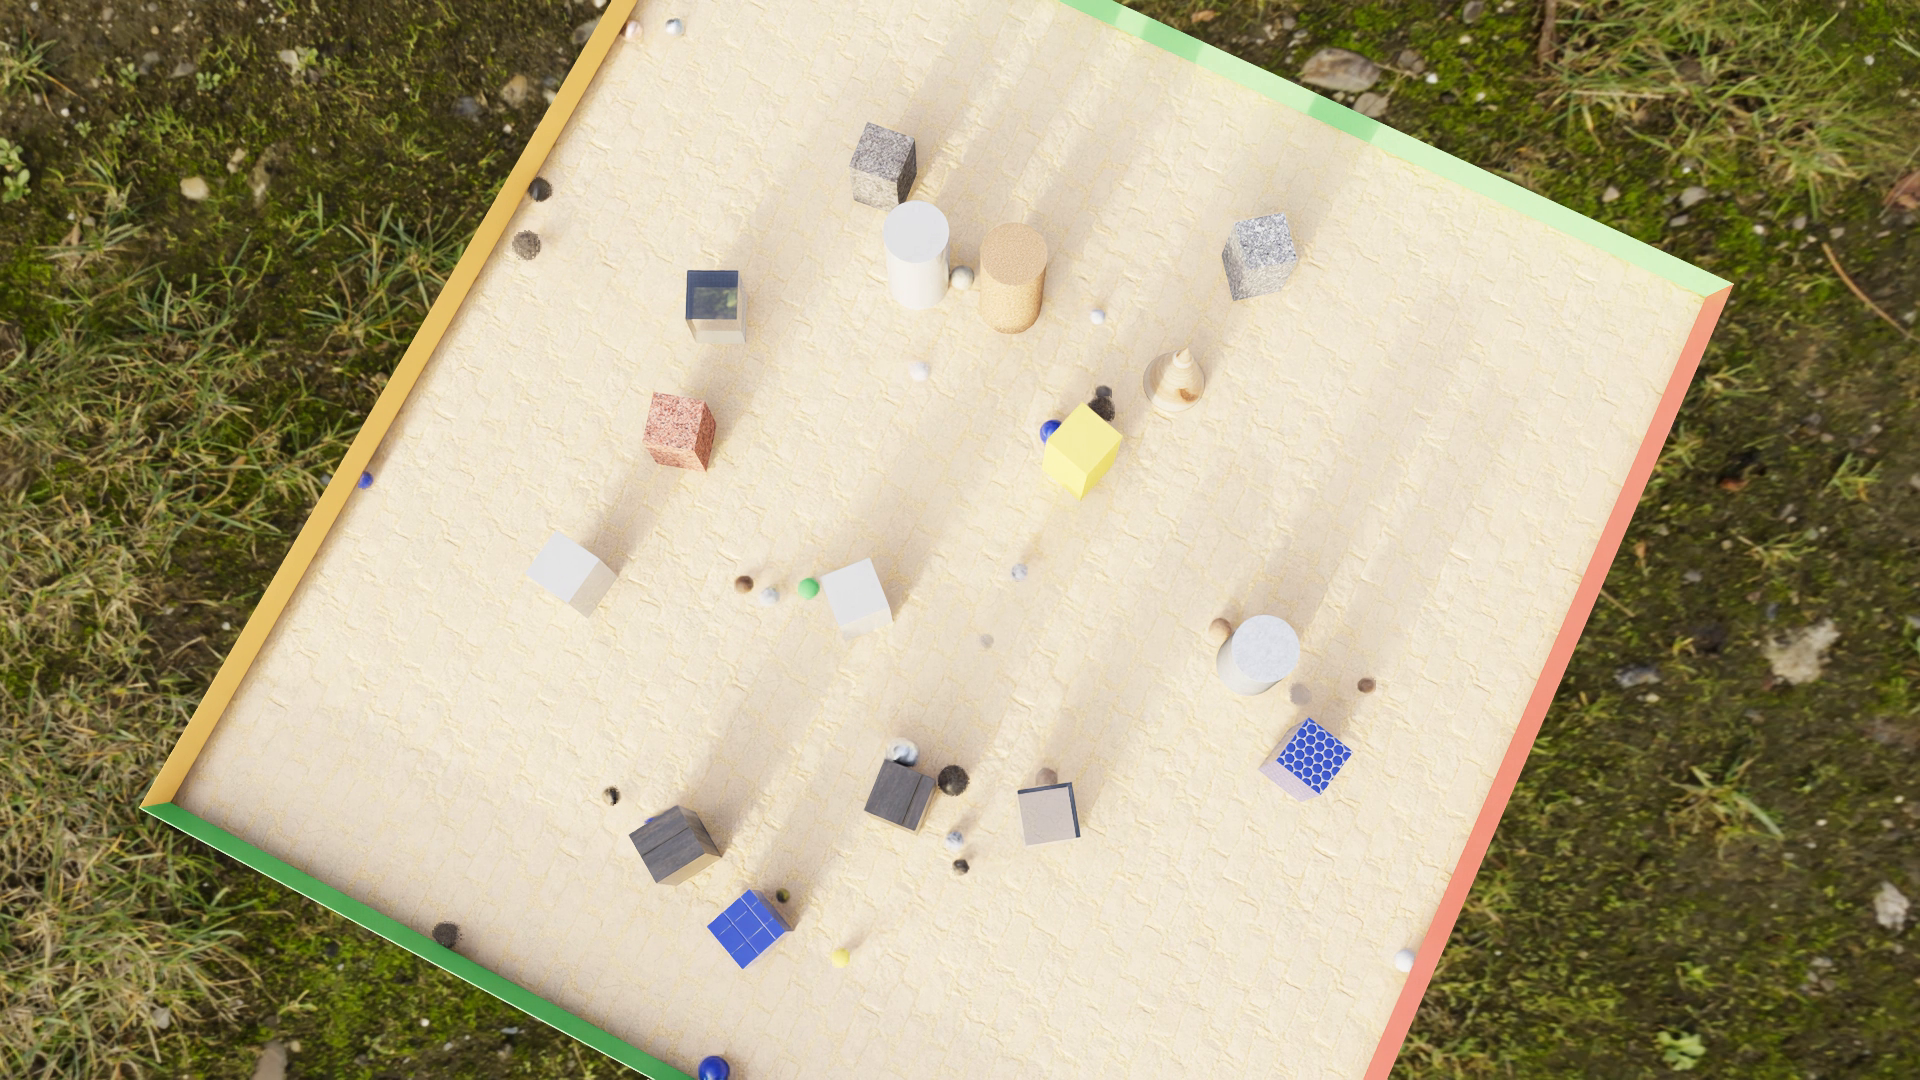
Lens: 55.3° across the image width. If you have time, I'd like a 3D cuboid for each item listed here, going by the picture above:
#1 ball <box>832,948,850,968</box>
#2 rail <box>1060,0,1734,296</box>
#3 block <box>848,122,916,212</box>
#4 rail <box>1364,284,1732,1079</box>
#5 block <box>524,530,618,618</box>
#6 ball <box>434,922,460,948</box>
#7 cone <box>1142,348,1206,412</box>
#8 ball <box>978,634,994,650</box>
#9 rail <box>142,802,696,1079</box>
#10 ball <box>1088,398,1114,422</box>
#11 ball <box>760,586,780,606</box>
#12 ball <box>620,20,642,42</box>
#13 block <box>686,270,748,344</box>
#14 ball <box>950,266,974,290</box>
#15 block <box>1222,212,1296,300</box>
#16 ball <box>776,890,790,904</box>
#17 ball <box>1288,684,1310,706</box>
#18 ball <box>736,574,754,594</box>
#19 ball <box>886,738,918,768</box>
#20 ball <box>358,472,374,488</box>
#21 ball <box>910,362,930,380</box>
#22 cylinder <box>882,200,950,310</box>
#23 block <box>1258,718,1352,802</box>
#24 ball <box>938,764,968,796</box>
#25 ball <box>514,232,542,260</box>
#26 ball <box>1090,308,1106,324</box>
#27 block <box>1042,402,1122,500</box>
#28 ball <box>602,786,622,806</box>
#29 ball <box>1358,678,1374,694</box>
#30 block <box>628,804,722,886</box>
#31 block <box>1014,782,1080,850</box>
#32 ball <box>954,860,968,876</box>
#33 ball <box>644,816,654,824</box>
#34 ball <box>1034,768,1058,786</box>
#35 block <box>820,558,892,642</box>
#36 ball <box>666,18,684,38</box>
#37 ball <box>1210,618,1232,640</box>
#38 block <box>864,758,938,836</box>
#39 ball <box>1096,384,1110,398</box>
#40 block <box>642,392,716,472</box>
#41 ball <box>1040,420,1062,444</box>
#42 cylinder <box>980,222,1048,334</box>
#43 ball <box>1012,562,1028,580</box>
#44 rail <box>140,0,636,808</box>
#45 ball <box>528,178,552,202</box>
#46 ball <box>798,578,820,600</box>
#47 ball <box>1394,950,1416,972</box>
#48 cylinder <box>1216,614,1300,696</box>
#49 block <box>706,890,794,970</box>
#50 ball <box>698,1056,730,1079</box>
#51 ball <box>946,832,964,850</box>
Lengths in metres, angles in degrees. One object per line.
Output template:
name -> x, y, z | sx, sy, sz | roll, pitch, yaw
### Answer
ball -> -0.345, 1.217, 5.338 | 0.053, 0.053, 0.053 | 0, 78, 0
rail -> 0.787, -1.535, 5.868 | 3.552, 0.127, 0.045 | 26, 80, 5
block -> -0.238, -1.154, 5.718 | 0.156, 0.270, 0.156 | 20, 79, 4
rail -> 1.567, 0.774, 5.391 | 0.045, 0.127, 3.568 | 26, 80, 5
block -> -1.152, 0.106, 5.448 | 0.156, 0.286, 0.156 | 33, 80, 6
ball -> -1.496, 1.153, 5.341 | 0.072, 0.072, 0.072 | 0, 78, 0
cone -> 0.668, -0.528, 5.543 | 0.195, 0.357, 0.195 | 0, 78, 0
ball -> 0.079, 0.307, 5.529 | 0.047, 0.047, 0.047 | 0, 78, 0
rail -> -0.787, 1.549, 5.230 | 3.552, 0.127, 0.045 | 26, 80, 5
ball -> 0.432, -0.399, 5.656 | 0.084, 0.084, 0.084 | 0, 78, 0
ball -> -0.575, 0.171, 5.550 | 0.060, 0.060, 0.060 | 0, 78, 0
ball -> -1.063, -1.642, 5.921 | 0.069, 0.069, 0.069 | 0, 78, 0
block -> -0.749, -0.716, 5.644 | 0.156, 0.236, 0.156 | 0, 78, 0
ball -> 0.007, -0.823, 5.747 | 0.078, 0.078, 0.078 | 0, 78, 0
block -> 0.920, -0.871, 5.653 | 0.156, 0.281, 0.156 | -12, 79, -2
ball -> -0.518, 1.046, 5.379 | 0.042, 0.042, 0.042 | 0, 78, 0
ball -> 1.017, 0.465, 5.488 | 0.064, 0.064, 0.064 | 0, 78, 0
ball -> -0.655, 0.133, 5.561 | 0.055, 0.055, 0.055 | 0, 78, 0
ball -> -0.173, 0.635, 5.435 | 0.098, 0.098, 0.098 | 0, 78, 0
ball -> -1.826, -0.185, 5.631 | 0.048, 0.048, 0.048 | 0, 78, 0
ball -> -0.126, -0.525, 5.694 | 0.061, 0.061, 0.061 | 0, 78, 0
cylinder -> -0.129, -0.862, 5.581 | 0.195, 0.419, 0.195 | 0, 78, 0
block -> 0.999, 0.641, 5.319 | 0.156, 0.323, 0.156 | 38, 81, 7
ball -> -0.019, 0.712, 5.422 | 0.092, 0.092, 0.092 | 0, 78, 0
ball -> -1.360, -0.925, 5.765 | 0.084, 0.084, 0.084 | 0, 78, 0
ball -> 0.431, -0.699, 5.736 | 0.049, 0.049, 0.049 | 0, 78, 0
block -> 0.363, -0.261, 5.495 | 0.156, 0.344, 0.156 | 41, 81, 8
ball -> -1.031, 0.759, 5.431 | 0.057, 0.057, 0.057 | 0, 78, 0
ball -> 1.218, 0.437, 5.502 | 0.047, 0.047, 0.047 | 0, 78, 0
block -> -0.810, 0.877, 5.243 | 0.156, 0.375, 0.156 | -31, 80, -6
block -> 0.250, 0.799, 5.295 | 0.156, 0.306, 0.156 | -9, 78, -2
ball -> 0.003, 0.963, 5.393 | 0.047, 0.047, 0.047 | 0, 78, 0
ball -> -0.909, 0.845, 5.415 | 0.052, 0.052, 0.052 | 0, 78, 0
ball -> 0.256, 0.711, 5.434 | 0.069, 0.069, 0.069 | 0, 78, 0
block -> -0.305, 0.179, 5.431 | 0.156, 0.291, 0.156 | -22, 79, -4
ball -> -0.923, -1.657, 5.928 | 0.061, 0.061, 0.061 | 0, 78, 0
ball -> 0.787, 0.268, 5.527 | 0.066, 0.066, 0.066 | 0, 78, 0
block -> -0.169, 0.748, 5.302 | 0.156, 0.312, 0.156 | 21, 79, 4
ball -> 0.443, -0.458, 5.687 | 0.047, 0.047, 0.047 | 0, 78, 0
block -> -0.846, -0.324, 5.548 | 0.156, 0.266, 0.156 | 10, 78, 2
ball -> 0.287, -0.329, 5.641 | 0.086, 0.086, 0.086 | 0, 78, 0
cylinder -> 0.158, -0.786, 5.550 | 0.195, 0.449, 0.195 | 0, 78, 0
ball -> 0.182, 0.095, 5.570 | 0.052, 0.052, 0.052 | 0, 78, 0
rail -> -1.567, -0.761, 5.708 | 0.045, 0.127, 3.568 | 26, 80, 5
ball -> -1.331, -1.109, 5.809 | 0.073, 0.073, 0.073 | 0, 78, 0
ball -> -0.458, 0.147, 5.554 | 0.064, 0.064, 0.064 | 0, 78, 0
ball -> 1.295, 1.224, 5.331 | 0.064, 0.064, 0.064 | 0, 78, 0
cylinder -> 0.871, 0.342, 5.381 | 0.195, 0.324, 0.195 | 0, 78, 0
block -> -0.597, 1.113, 5.247 | 0.156, 0.273, 0.156 | -41, 81, -8
ball -> -0.705, 1.525, 5.257 | 0.086, 0.086, 0.086 | 0, 78, 0
ball -> -0.014, 0.887, 5.405 | 0.055, 0.055, 0.055 | 0, 78, 0
